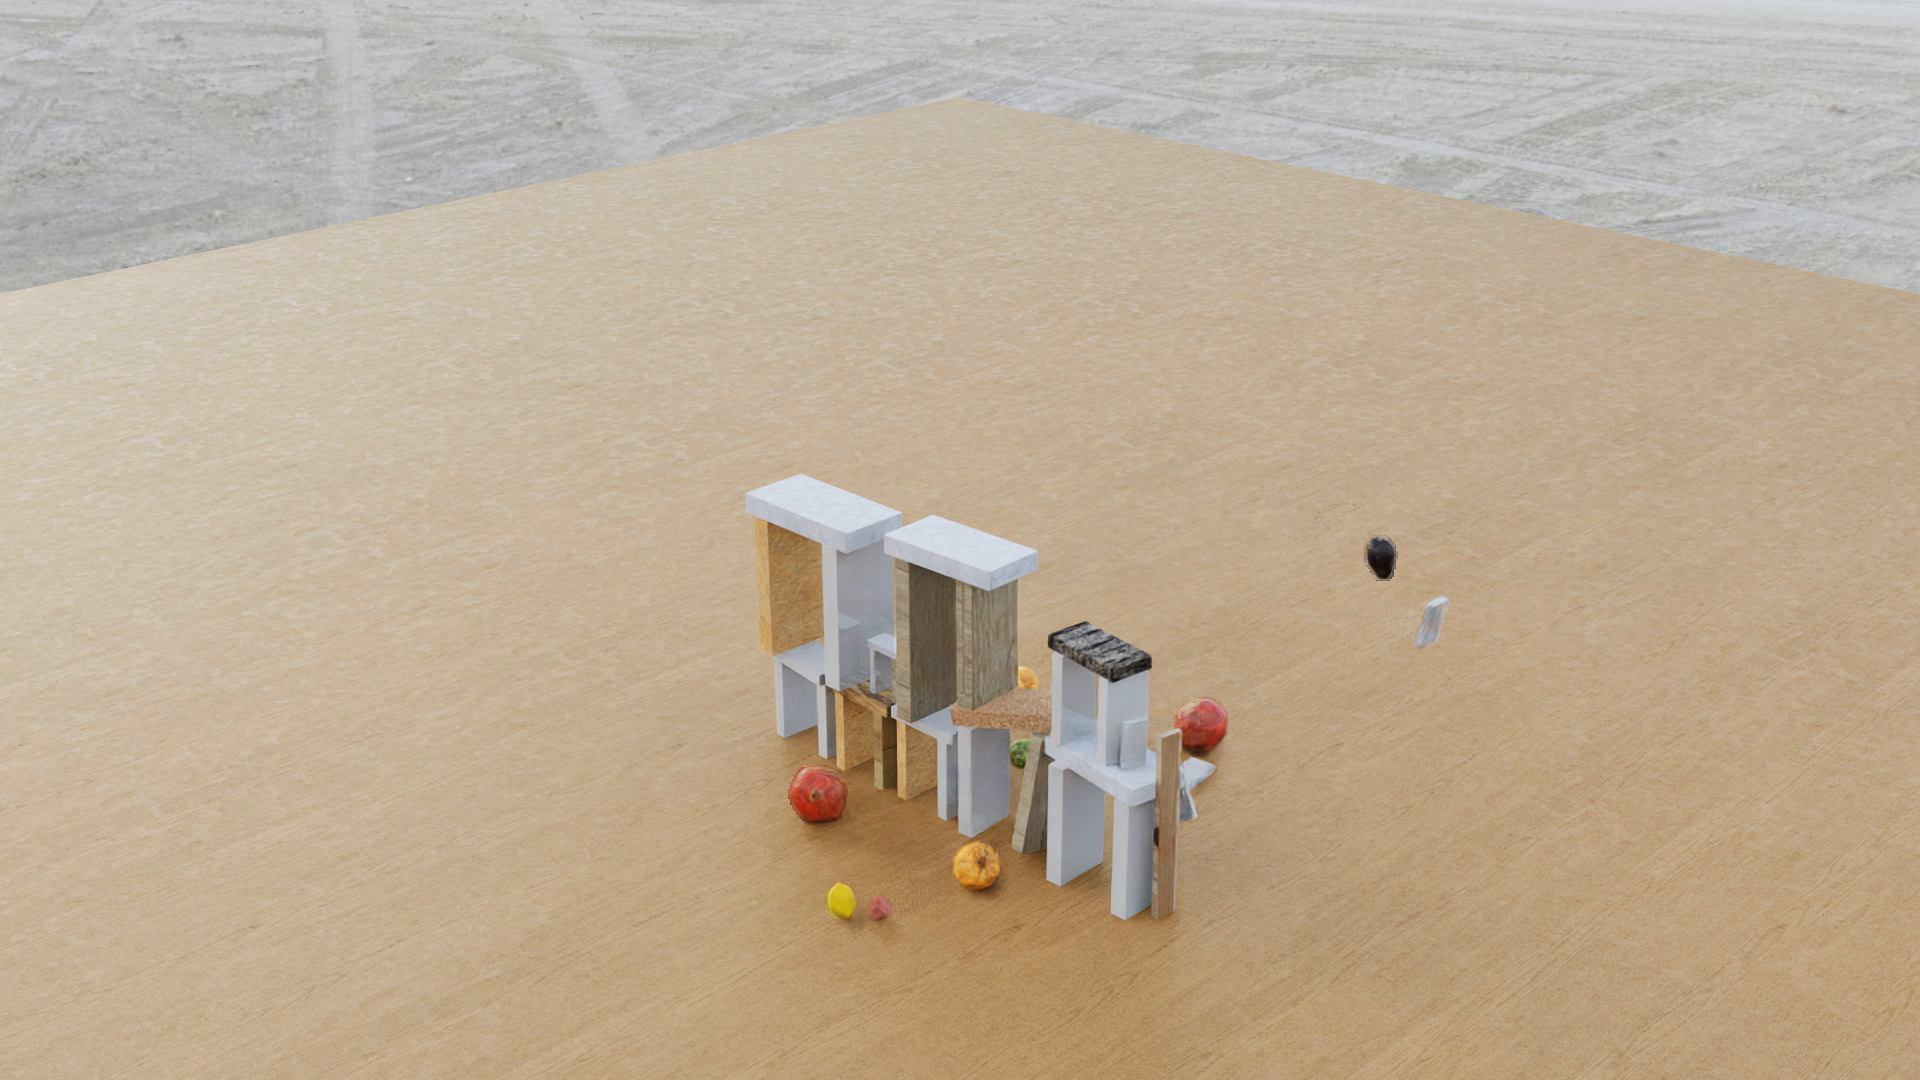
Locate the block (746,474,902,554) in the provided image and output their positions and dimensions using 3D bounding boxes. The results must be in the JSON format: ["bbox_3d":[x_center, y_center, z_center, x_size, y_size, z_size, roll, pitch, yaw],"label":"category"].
[{"bbox_3d":[-0.281,-0.056,4.513,0.308,0.044,0.154,21,31,40],"label":"block"}]

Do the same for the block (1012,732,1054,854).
[{"bbox_3d":[0.175,0.487,4.282,0.120,0.239,0.034,-4,20,-38],"label":"block"}]

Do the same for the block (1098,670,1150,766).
[{"bbox_3d":[0.299,0.318,4.036,0.093,0.185,0.026,-14,27,-29],"label":"block"}]

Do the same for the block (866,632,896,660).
[{"bbox_3d":[-0.138,0.217,4.462,0.049,0.014,0.099,-21,30,-40],"label":"block"}]

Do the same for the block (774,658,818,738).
[{"bbox_3d":[-0.354,0.328,4.753,0.092,0.184,0.026,-20,30,-38],"label":"block"}]

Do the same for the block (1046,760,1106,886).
[{"bbox_3d":[0.222,0.524,4.204,0.036,0.252,0.126,20,30,39],"label":"block"}]

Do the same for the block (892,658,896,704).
[{"bbox_3d":[-0.115,0.279,4.462,0.050,0.099,0.014,-21,29,-40],"label":"block"}]

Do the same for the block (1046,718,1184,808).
[{"bbox_3d":[0.287,0.413,4.097,0.126,0.036,0.252,-16,28,-33],"label":"block"}]

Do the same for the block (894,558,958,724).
[{"bbox_3d":[-0.063,0.181,4.372,0.139,0.349,0.039,-21,31,-40],"label":"block"}]

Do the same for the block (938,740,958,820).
[{"bbox_3d":[-0.005,0.469,4.430,0.025,0.176,0.088,21,31,41],"label":"block"}]

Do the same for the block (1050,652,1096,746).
[{"bbox_3d":[0.214,0.285,4.114,0.093,0.185,0.026,-20,30,-38],"label":"block"}]

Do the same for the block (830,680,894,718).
[{"bbox_3d":[-0.179,0.313,4.543,0.088,0.025,0.175,-21,31,-40],"label":"block"}]

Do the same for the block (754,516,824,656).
[{"bbox_3d":[-0.355,0.078,4.646,0.154,0.308,0.044,-20,30,-39],"label":"block"}]

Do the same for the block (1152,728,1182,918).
[{"bbox_3d":[0.379,0.523,4.038,0.047,0.382,0.013,-17,28,-33],"label":"block"}]

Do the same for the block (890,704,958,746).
[{"bbox_3d":[-0.046,0.360,4.429,0.088,0.025,0.176,-21,31,-41],"label":"block"}]

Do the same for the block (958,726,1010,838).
[{"bbox_3d":[0.048,0.460,4.370,0.034,0.239,0.120,18,29,37],"label":"block"}]

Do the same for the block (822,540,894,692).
[{"bbox_3d":[-0.207,0.139,4.515,0.154,0.317,0.044,-21,31,-40],"label":"block"}]

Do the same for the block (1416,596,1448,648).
[{"bbox_3d":[1.096,0.191,5.113,0.058,0.117,0.017,-20,42,-40],"label":"block"}]

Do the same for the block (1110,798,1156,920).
[{"bbox_3d":[0.339,0.570,4.095,0.036,0.252,0.126,21,31,41],"label":"block"}]

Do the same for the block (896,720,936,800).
[{"bbox_3d":[-0.088,0.436,4.506,0.025,0.176,0.088,21,31,41],"label":"block"}]

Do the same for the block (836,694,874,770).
[{"bbox_3d":[-0.219,0.389,4.620,0.088,0.175,0.025,-21,31,-40],"label":"block"}]

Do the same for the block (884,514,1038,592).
[{"bbox_3d":[0.001,0.023,4.243,0.277,0.039,0.139,19,30,39],"label":"block"}]

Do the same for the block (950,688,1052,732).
[{"bbox_3d":[0.114,0.331,4.310,0.239,0.034,0.120,2,21,16],"label":"block"}]

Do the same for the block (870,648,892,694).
[{"bbox_3d":[-0.161,0.261,4.505,0.049,0.100,0.014,-21,30,-40],"label":"block"}]

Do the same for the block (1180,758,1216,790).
[{"bbox_3d":[0.475,0.490,4.584,0.058,0.017,0.117,17,28,35],"label":"block"}]

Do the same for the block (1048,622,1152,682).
[{"bbox_3d":[0.255,0.204,4.034,0.093,0.026,0.185,-17,28,-34],"label":"block"}]

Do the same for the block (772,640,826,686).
[{"bbox_3d":[-0.312,0.253,4.660,0.092,0.026,0.184,-17,28,-34],"label":"block"}]

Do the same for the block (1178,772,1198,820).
[{"bbox_3d":[0.408,0.478,4.109,0.047,0.095,0.013,-10,12,31],"label":"block"}]

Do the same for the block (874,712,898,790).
[{"bbox_3d":[-0.137,0.421,4.544,0.025,0.175,0.088,21,31,41],"label":"block"}]

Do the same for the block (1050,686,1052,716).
[{"bbox_3d":[0.200,0.275,4.215,0.017,0.117,0.058,12,16,41],"label":"block"}]

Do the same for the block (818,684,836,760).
[{"bbox_3d":[-0.258,0.364,4.667,0.026,0.184,0.092,21,31,41],"label":"block"}]

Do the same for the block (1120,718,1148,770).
[{"bbox_3d":[0.318,0.373,4.024,0.047,0.094,0.013,-9,25,-18],"label":"block"}]

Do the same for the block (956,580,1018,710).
[{"bbox_3d":[0.053,0.179,4.279,0.039,0.277,0.139,17,28,37],"label":"block"}]
